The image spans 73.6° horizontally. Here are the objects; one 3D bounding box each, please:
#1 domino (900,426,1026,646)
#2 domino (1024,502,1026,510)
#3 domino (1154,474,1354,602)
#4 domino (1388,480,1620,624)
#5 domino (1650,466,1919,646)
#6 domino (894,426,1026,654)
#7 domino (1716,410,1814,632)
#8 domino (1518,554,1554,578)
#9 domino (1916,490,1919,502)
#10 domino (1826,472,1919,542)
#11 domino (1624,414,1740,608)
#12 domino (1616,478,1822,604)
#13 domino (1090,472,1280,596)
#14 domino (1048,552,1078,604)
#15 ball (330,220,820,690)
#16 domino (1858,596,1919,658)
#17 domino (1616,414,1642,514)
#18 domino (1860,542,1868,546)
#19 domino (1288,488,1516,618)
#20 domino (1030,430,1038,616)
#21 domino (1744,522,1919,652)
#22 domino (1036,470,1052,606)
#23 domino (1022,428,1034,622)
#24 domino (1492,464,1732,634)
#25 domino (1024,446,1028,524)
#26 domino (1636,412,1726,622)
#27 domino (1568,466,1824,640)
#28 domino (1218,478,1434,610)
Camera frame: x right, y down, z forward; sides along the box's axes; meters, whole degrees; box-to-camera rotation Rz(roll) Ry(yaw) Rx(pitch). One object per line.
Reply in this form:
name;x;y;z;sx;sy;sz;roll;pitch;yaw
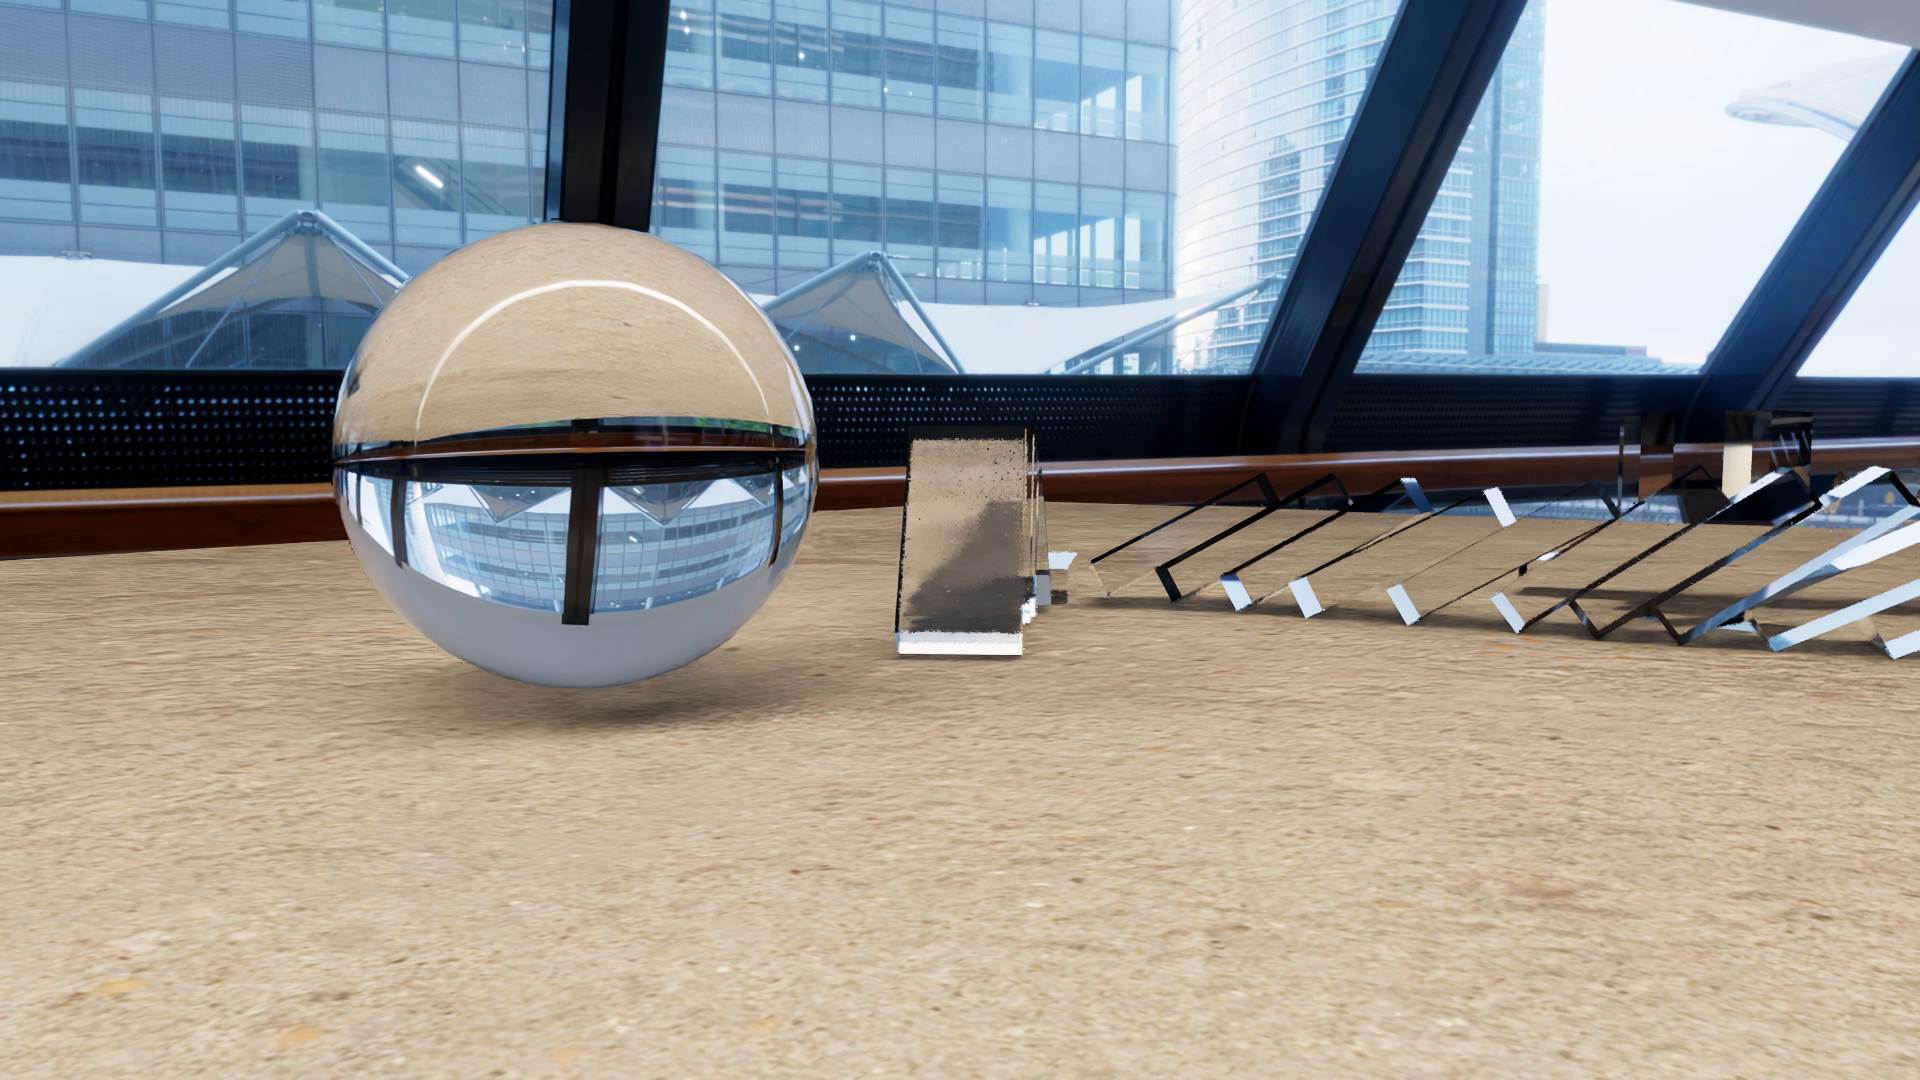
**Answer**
domino;0.001;-0.002;0.280;0.025;0.050;0.010;0;-31;4
domino;0.002;-0.003;0.292;0.025;0.050;0.010;0;-31;5
domino;0.077;0.000;0.333;0.050;0.010;0.025;-30;-11;18
domino;0.128;0.003;0.301;0.050;0.009;0.025;-34;-13;27
domino;0.172;0.003;0.271;0.050;0.010;0.025;-39;-14;26
domino;0.001;-0.001;0.269;0.025;0.050;0.010;0;-31;4
domino;0.188;-0.005;0.299;0.025;0.050;0.010;-3;5;-38
domino;0.189;0.010;0.368;0.050;0.010;0.025;3;5;32
domino;0.263;0.001;0.320;0.025;0.010;0.050;9;36;11
domino;0.257;0.000;0.338;0.025;0.010;0.050;1;36;-7
domino;0.193;-0.008;0.343;0.025;0.050;0.009;3;5;33
domino;0.212;-0.001;0.359;0.050;0.010;0.025;37;24;29
domino;0.060;-0.001;0.343;0.050;0.009;0.025;-27;-7;3
domino;0.020;0.010;0.367;0.025;0.009;0.050;1;4;8
ball;-0.065;-0.014;0.222;0.080;0.080;0.080;0;4;0
domino;0.208;0.007;0.255;0.050;0.009;0.025;-30;-8;25
domino;0.185;-0.007;0.332;0.025;0.050;0.010;3;5;36
domino;0.231;-0.001;0.350;0.025;0.009;0.050;-4;38;-43
domino;0.108;0.003;0.314;0.050;0.010;0.025;-30;-11;28
domino;0.007;-0.005;0.326;0.025;0.050;0.009;0;-31;5
domino;0.190;0.007;0.264;0.050;0.009;0.025;-29;-9;24
domino;0.011;-0.001;0.346;0.025;0.010;0.050;-3;35;3
domino;0.005;-0.004;0.315;0.025;0.050;0.010;0;-31;5
domino;0.146;0.002;0.289;0.050;0.010;0.025;-39;-14;27
domino;0.003;-0.003;0.303;0.025;0.050;0.010;0;-31;5
domino;0.179;-0.006;0.313;0.025;0.050;0.010;-1;5;-19
domino;0.159;0.003;0.279;0.050;0.010;0.025;-39;-14;25
domino;0.092;0.001;0.324;0.050;0.009;0.025;-32;-12;25
